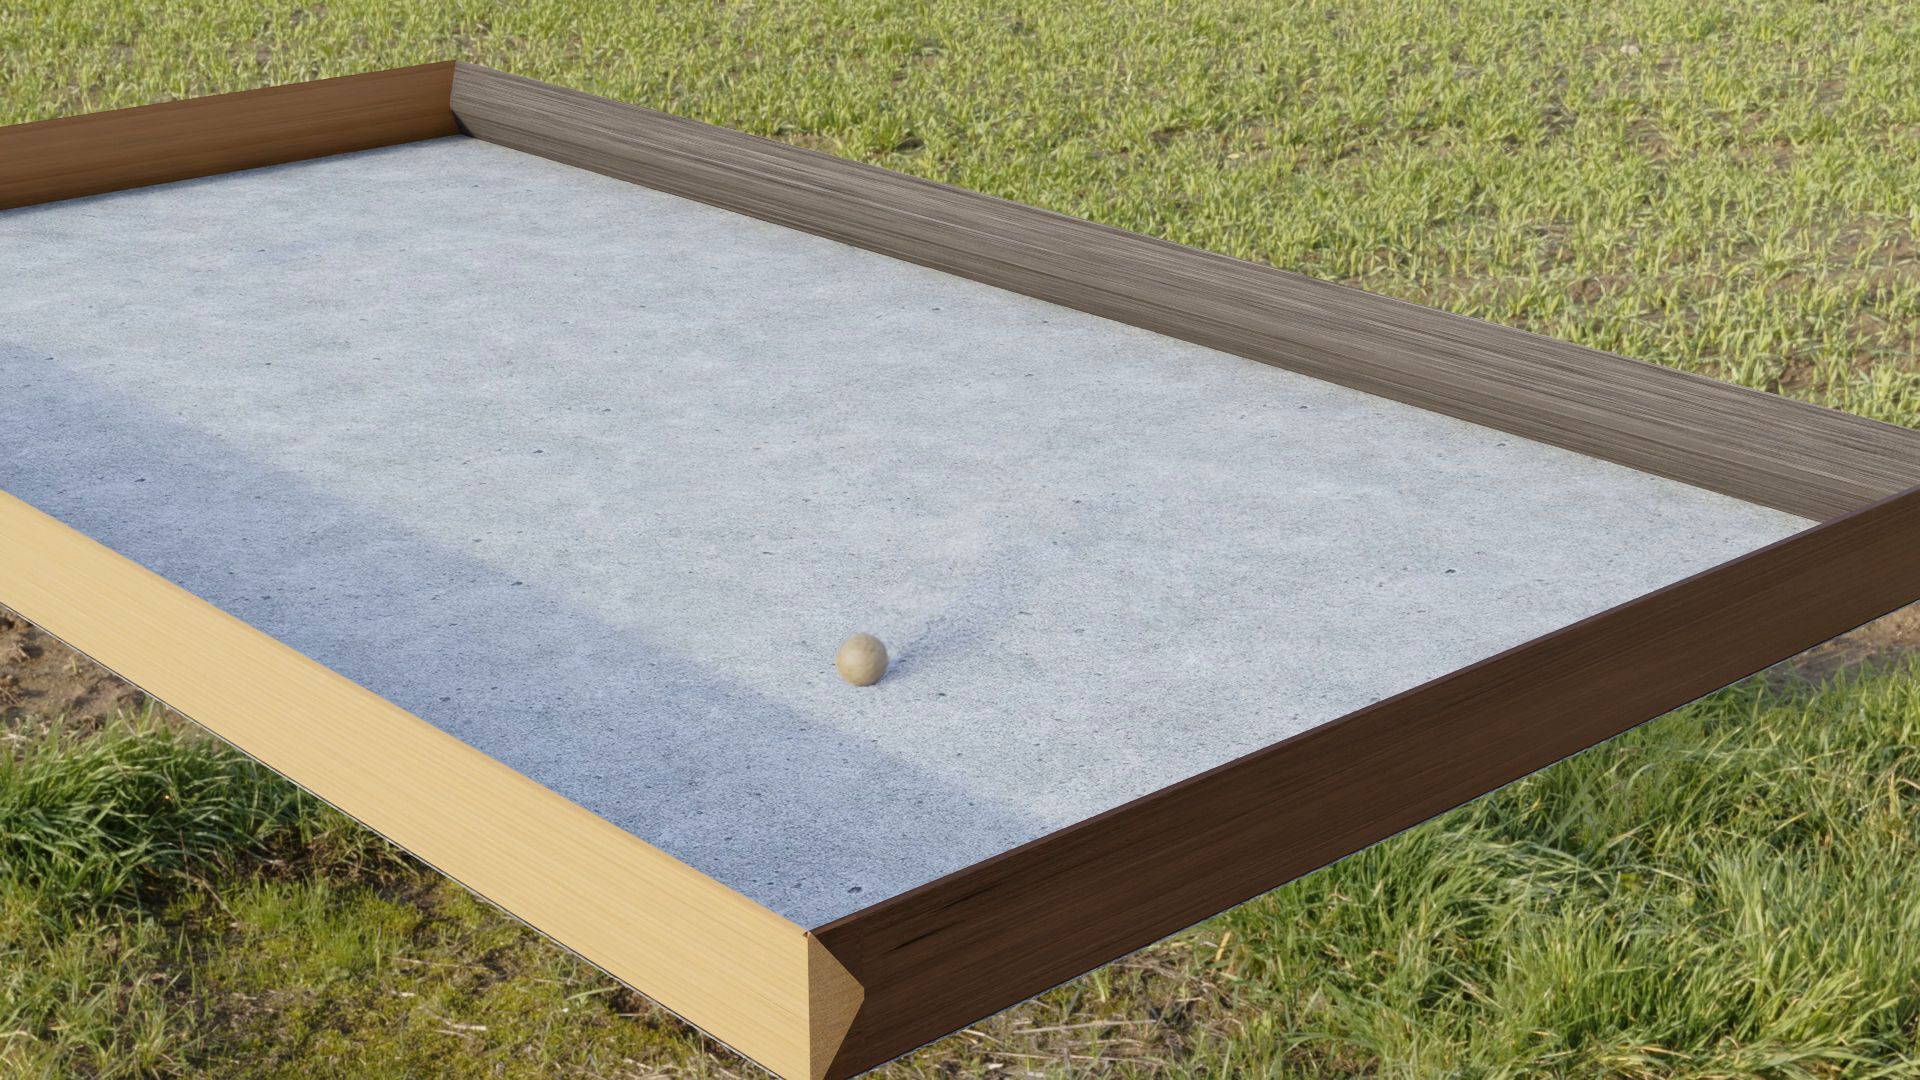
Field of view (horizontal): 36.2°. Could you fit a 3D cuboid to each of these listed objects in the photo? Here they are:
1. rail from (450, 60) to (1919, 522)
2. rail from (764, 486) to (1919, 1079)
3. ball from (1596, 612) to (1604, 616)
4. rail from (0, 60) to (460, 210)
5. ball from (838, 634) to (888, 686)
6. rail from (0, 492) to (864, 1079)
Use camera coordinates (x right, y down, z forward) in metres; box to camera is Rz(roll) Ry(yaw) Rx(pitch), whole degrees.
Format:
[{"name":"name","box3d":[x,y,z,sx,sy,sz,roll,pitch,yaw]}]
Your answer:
[{"name":"rail","box3d":[0.078,-0.358,3.692,0.045,0.117,2.647,-17,26,-39]},{"name":"rail","box3d":[0.427,0.132,2.343,1.450,0.117,0.045,-17,26,-39]},{"name":"ball","box3d":[0.562,0.094,2.525,0.066,0.066,0.066,0,20,0]},{"name":"rail","box3d":[-1.312,-0.527,4.159,1.450,0.117,0.045,-17,26,-39]},{"name":"ball","box3d":[-0.084,0.103,2.532,0.044,0.044,0.044,0,20,0]},{"name":"rail","box3d":[-0.964,-0.038,2.810,0.045,0.117,2.647,-17,26,-39]}]
